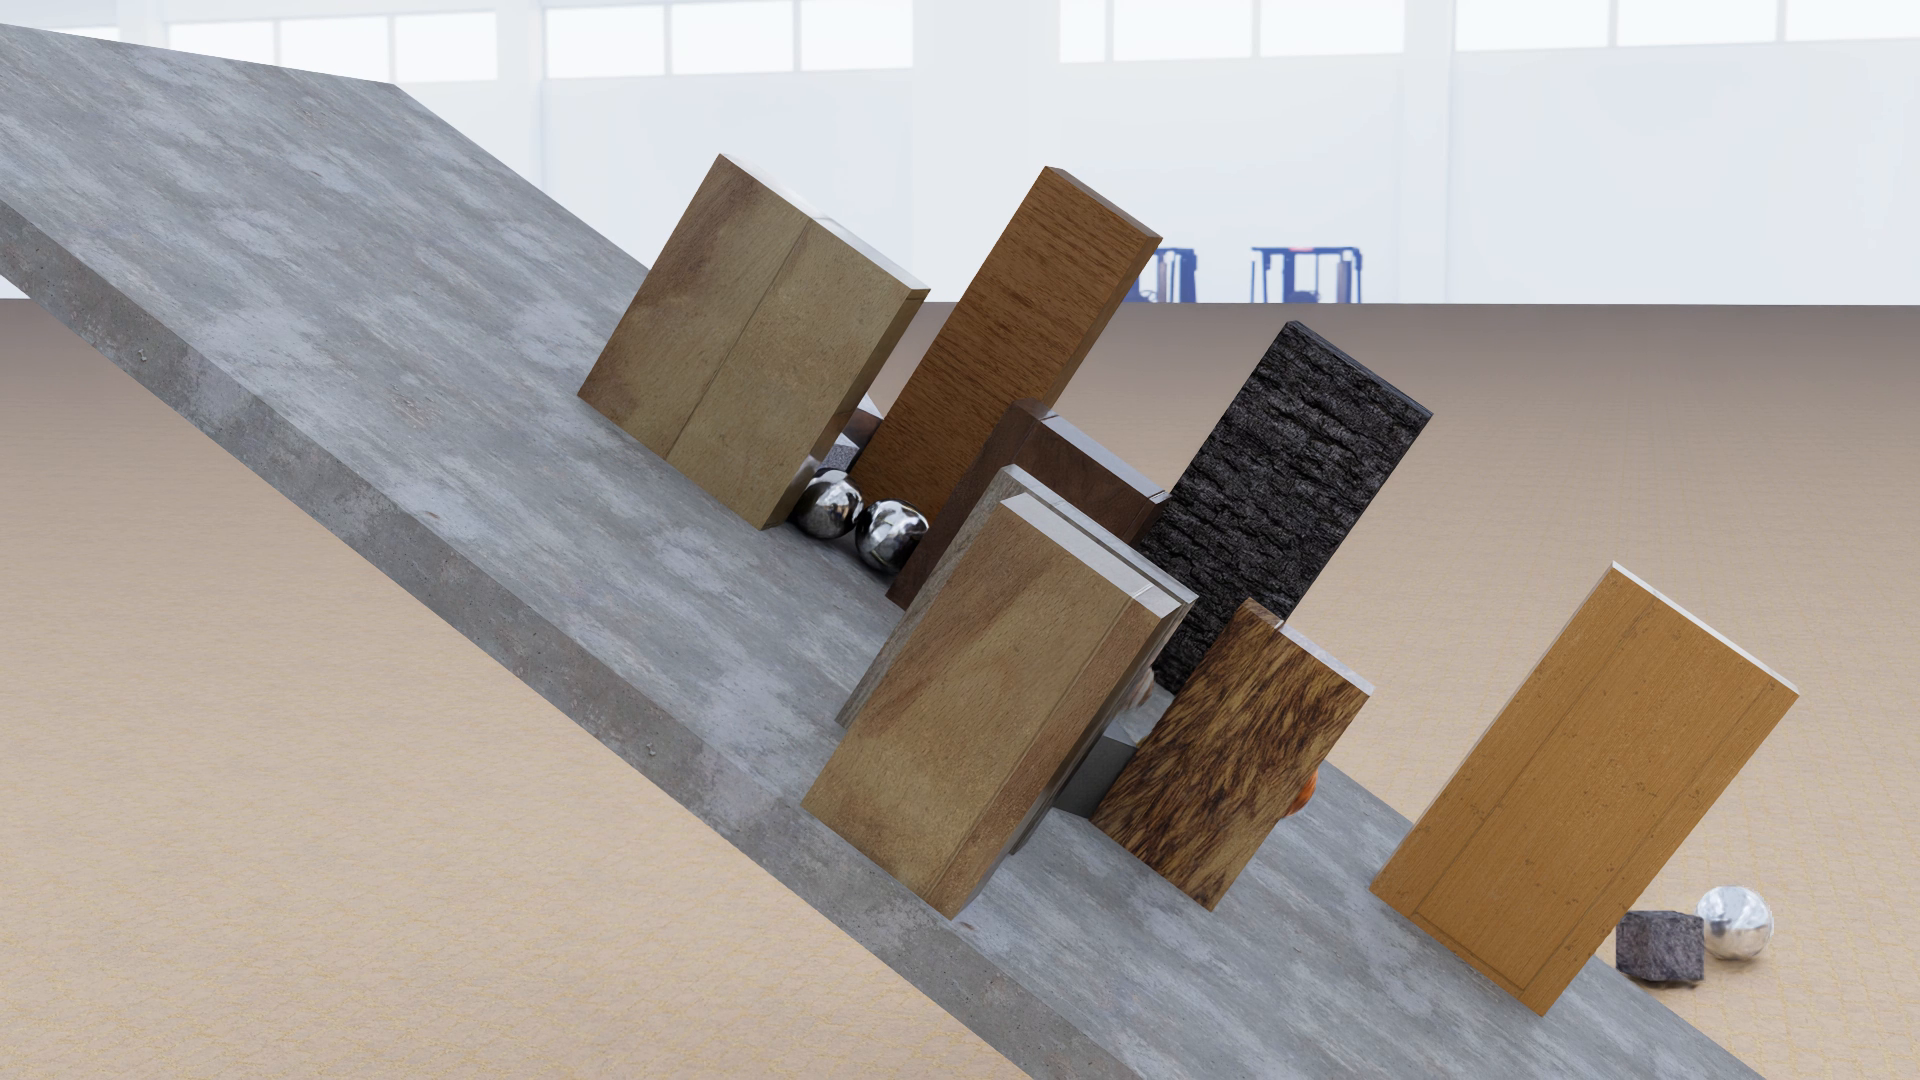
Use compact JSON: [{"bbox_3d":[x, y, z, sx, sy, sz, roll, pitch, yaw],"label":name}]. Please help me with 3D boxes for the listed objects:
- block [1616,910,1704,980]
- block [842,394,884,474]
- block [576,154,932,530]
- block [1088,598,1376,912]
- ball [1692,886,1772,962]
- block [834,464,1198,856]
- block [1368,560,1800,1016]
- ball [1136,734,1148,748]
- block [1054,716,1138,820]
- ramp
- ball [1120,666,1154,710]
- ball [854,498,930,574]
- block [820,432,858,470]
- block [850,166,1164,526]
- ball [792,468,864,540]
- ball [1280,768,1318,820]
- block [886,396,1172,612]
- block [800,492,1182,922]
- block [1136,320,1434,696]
[{"bbox_3d":[1.835,1.061,5.765,0.159,0.159,0.159,3,-3,-14],"label":"block"},{"bbox_3d":[-0.303,-0.247,4.548,0.182,0.182,0.182,24,18,-30],"label":"block"},{"bbox_3d":[-0.386,-0.366,4.075,0.441,0.534,0.116,36,15,10],"label":"block"},{"bbox_3d":[0.453,0.359,3.681,0.255,0.459,0.084,36,15,10],"label":"block"},{"bbox_3d":[2.084,1.035,5.939,0.202,0.202,0.202,0,7,0],"label":"ball"},{"bbox_3d":[0.083,0.185,3.411,0.352,0.489,0.080,36,15,10],"label":"block"},{"bbox_3d":[1.172,0.475,4.172,0.401,0.780,0.095,36,15,10],"label":"block"},{"bbox_3d":[0.369,0.411,3.980,0.131,0.131,0.131,0,7,0],"label":"ball"},{"bbox_3d":[0.174,0.350,3.730,0.153,0.153,0.153,23,18,-34],"label":"block"},{"bbox_3d":[-0.116,0.198,4.094,4.000,0.100,2.000,36,15,10],"label":"ramp"},{"bbox_3d":[0.327,0.278,4.336,0.114,0.114,0.114,0,7,0],"label":"ball"},{"bbox_3d":[-0.131,-0.008,4.231,0.146,0.146,0.146,0,7,0],"label":"ball"},{"bbox_3d":[-0.335,-0.166,4.273,0.162,0.162,0.162,41,17,27],"label":"block"},{"bbox_3d":[0.078,-0.351,4.473,0.252,0.794,0.143,36,15,10],"label":"block"},{"bbox_3d":[-0.252,-0.070,4.191,0.137,0.137,0.137,0,7,0],"label":"ball"},{"bbox_3d":[0.600,0.451,4.239,0.177,0.177,0.177,0,7,0],"label":"ball"},{"bbox_3d":[0.128,0.012,4.121,0.326,0.446,0.148,36,15,10],"label":"block"},{"bbox_3d":[0.040,0.233,3.094,0.271,0.532,0.134,36,15,10],"label":"block"},{"bbox_3d":[0.620,-0.040,4.638,0.346,0.781,0.147,36,15,10],"label":"block"}]
